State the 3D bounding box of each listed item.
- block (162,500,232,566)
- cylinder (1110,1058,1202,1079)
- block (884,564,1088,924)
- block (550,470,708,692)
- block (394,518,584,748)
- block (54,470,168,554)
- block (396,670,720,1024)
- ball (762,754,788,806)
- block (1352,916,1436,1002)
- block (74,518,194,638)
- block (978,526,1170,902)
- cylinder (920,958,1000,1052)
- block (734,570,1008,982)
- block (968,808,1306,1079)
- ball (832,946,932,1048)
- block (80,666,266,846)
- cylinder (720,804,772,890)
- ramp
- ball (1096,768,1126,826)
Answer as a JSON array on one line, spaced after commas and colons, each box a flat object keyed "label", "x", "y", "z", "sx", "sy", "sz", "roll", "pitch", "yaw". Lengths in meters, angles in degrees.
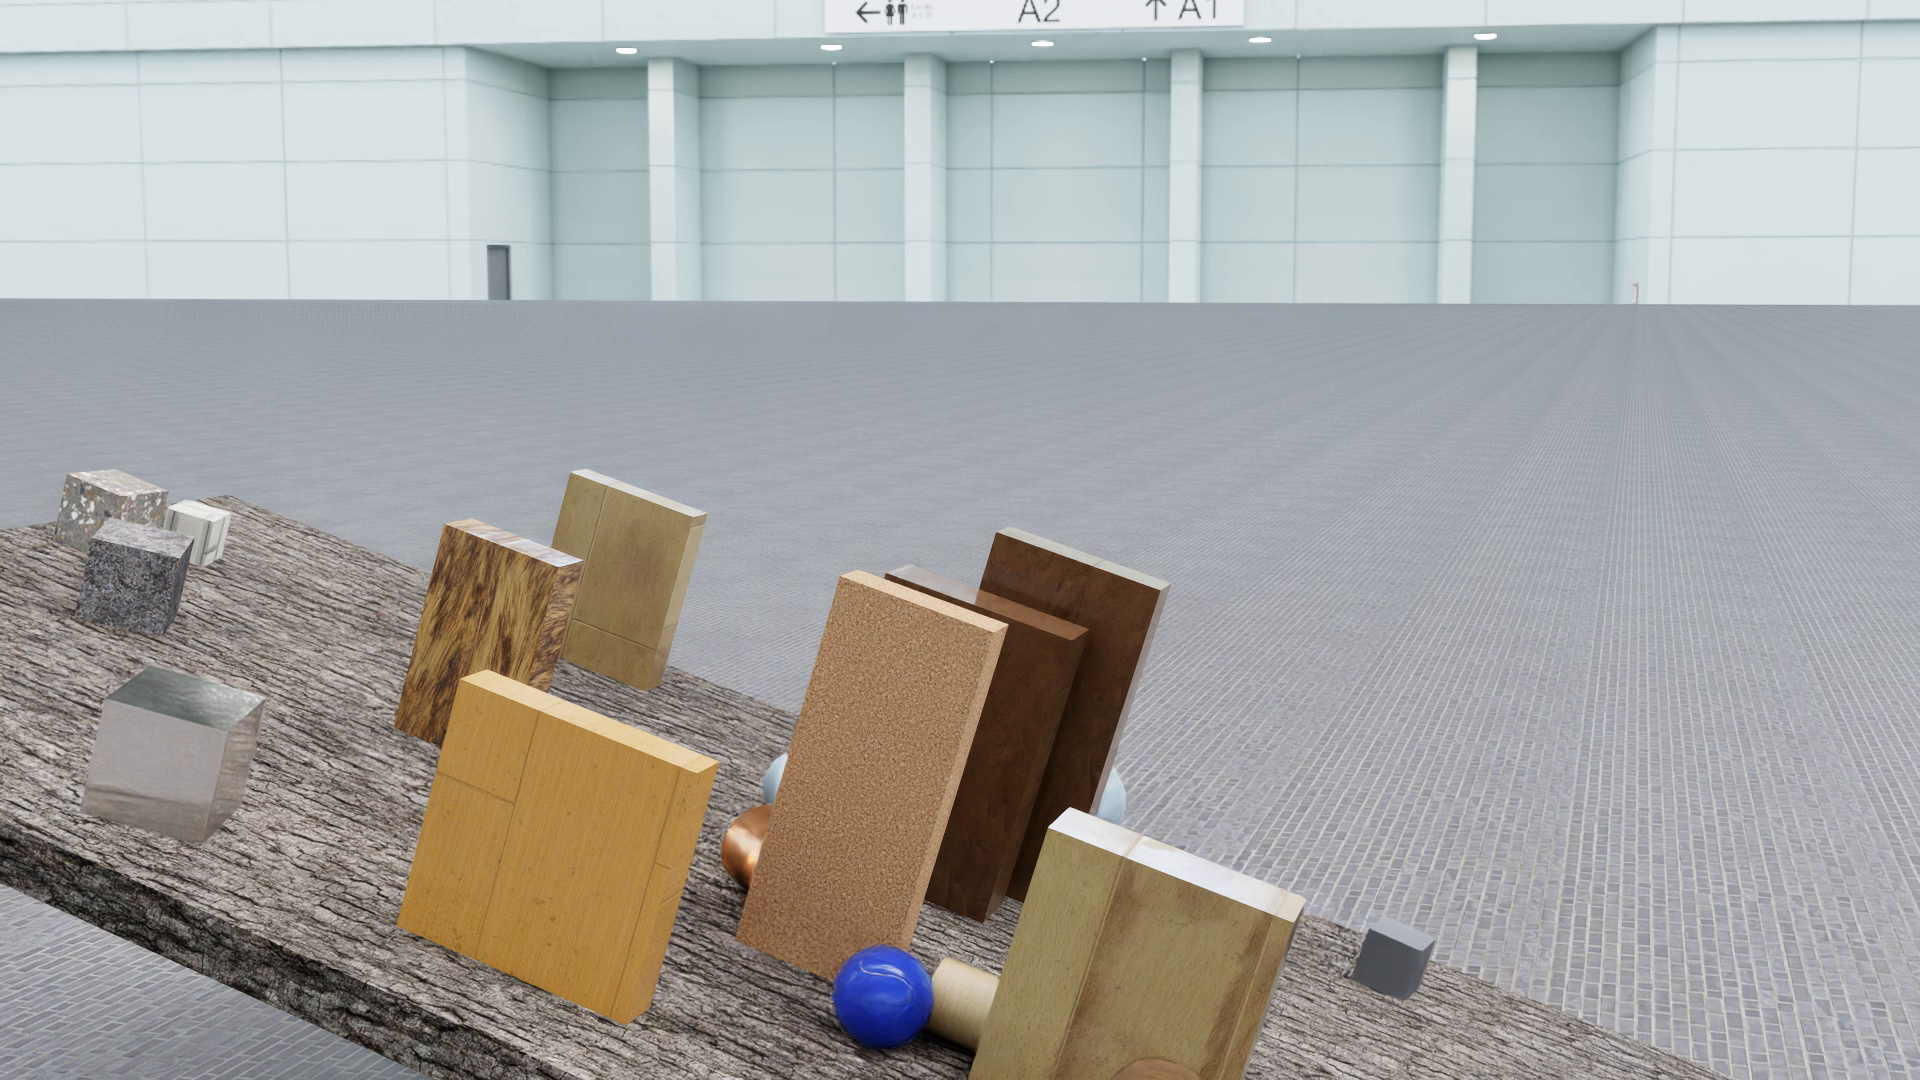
[{"label": "block", "x": -1.767, "y": -0.016, "z": 5.077, "sx": 0.110, "sy": 0.110, "sz": 0.110, "roll": 17, "pitch": 12, "yaw": -1}, {"label": "cylinder", "x": 0.283, "y": 0.920, "z": 3.369, "sx": 0.195, "sy": 0.195, "sz": 0.195, "roll": 2, "pitch": 7, "yaw": 19}, {"label": "block", "x": -0.030, "y": 0.400, "z": 4.365, "sx": 0.392, "sy": 0.597, "sz": 0.141, "roll": 20, "pitch": 12, "yaw": 14}, {"label": "block", "x": -0.803, "y": 0.092, "z": 5.133, "sx": 0.322, "sy": 0.430, "sz": 0.083, "roll": 20, "pitch": 12, "yaw": 14}, {"label": "block", "x": -0.941, "y": 0.208, "z": 4.381, "sx": 0.258, "sy": 0.435, "sz": 0.106, "roll": 20, "pitch": 12, "yaw": 14}, {"label": "block", "x": -1.912, "y": -0.057, "z": 4.954, "sx": 0.154, "sy": 0.154, "sz": 0.154, "roll": 20, "pitch": 12, "yaw": 17}, {"label": "block", "x": -0.644, "y": 0.486, "z": 3.504, "sx": 0.424, "sy": 0.432, "sz": 0.087, "roll": 20, "pitch": 12, "yaw": 14}, {"label": "ball", "x": -0.328, "y": 0.512, "z": 4.522, "sx": 0.155, "sy": 0.155, "sz": 0.155, "roll": 0, "pitch": 7, "yaw": 0}, {"label": "block", "x": 0.913, "y": 0.882, "z": 4.633, "sx": 0.117, "sy": 0.117, "sz": 0.117, "roll": 22, "pitch": 13, "yaw": 23}, {"label": "block", "x": -1.710, "y": 0.076, "z": 4.563, "sx": 0.174, "sy": 0.174, "sz": 0.174, "roll": 14, "pitch": 12, "yaw": -13}, {"label": "block", "x": 0.149, "y": 0.368, "z": 4.488, "sx": 0.353, "sy": 0.708, "sz": 0.103, "roll": 20, "pitch": 12, "yaw": 14}, {"label": "cylinder", "x": 0.013, "y": 0.795, "z": 3.741, "sx": 0.129, "sy": 0.129, "sz": 0.129, "roll": 20, "pitch": 12, "yaw": 13}, {"label": "block", "x": -0.158, "y": 0.426, "z": 3.827, "sx": 0.287, "sy": 0.689, "sz": 0.088, "roll": 20, "pitch": 12, "yaw": 14}, {"label": "block", "x": 0.282, "y": 0.735, "z": 3.554, "sx": 0.411, "sy": 0.468, "sz": 0.140, "roll": 20, "pitch": 12, "yaw": 14}, {"label": "ball", "x": -0.128, "y": 0.755, "z": 3.638, "sx": 0.166, "sy": 0.166, "sz": 0.166, "roll": 0, "pitch": 7, "yaw": 0}, {"label": "block", "x": -1.322, "y": 0.360, "z": 3.704, "sx": 0.205, "sy": 0.205, "sz": 0.205, "roll": 16, "pitch": 12, "yaw": -4}, {"label": "cylinder", "x": -0.337, "y": 0.598, "z": 4.093, "sx": 0.158, "sy": 0.158, "sz": 0.158, "roll": -5, "pitch": 22, "yaw": -36}, {"label": "ramp", "x": -0.365, "y": 0.698, "z": 4.231, "sx": 4.000, "sy": 0.100, "sz": 2.000, "roll": 20, "pitch": 12, "yaw": 14}, {"label": "ball", "x": 0.269, "y": 0.583, "z": 4.913, "sx": 0.203, "sy": 0.203, "sz": 0.203, "roll": 0, "pitch": 7, "yaw": 0}]
